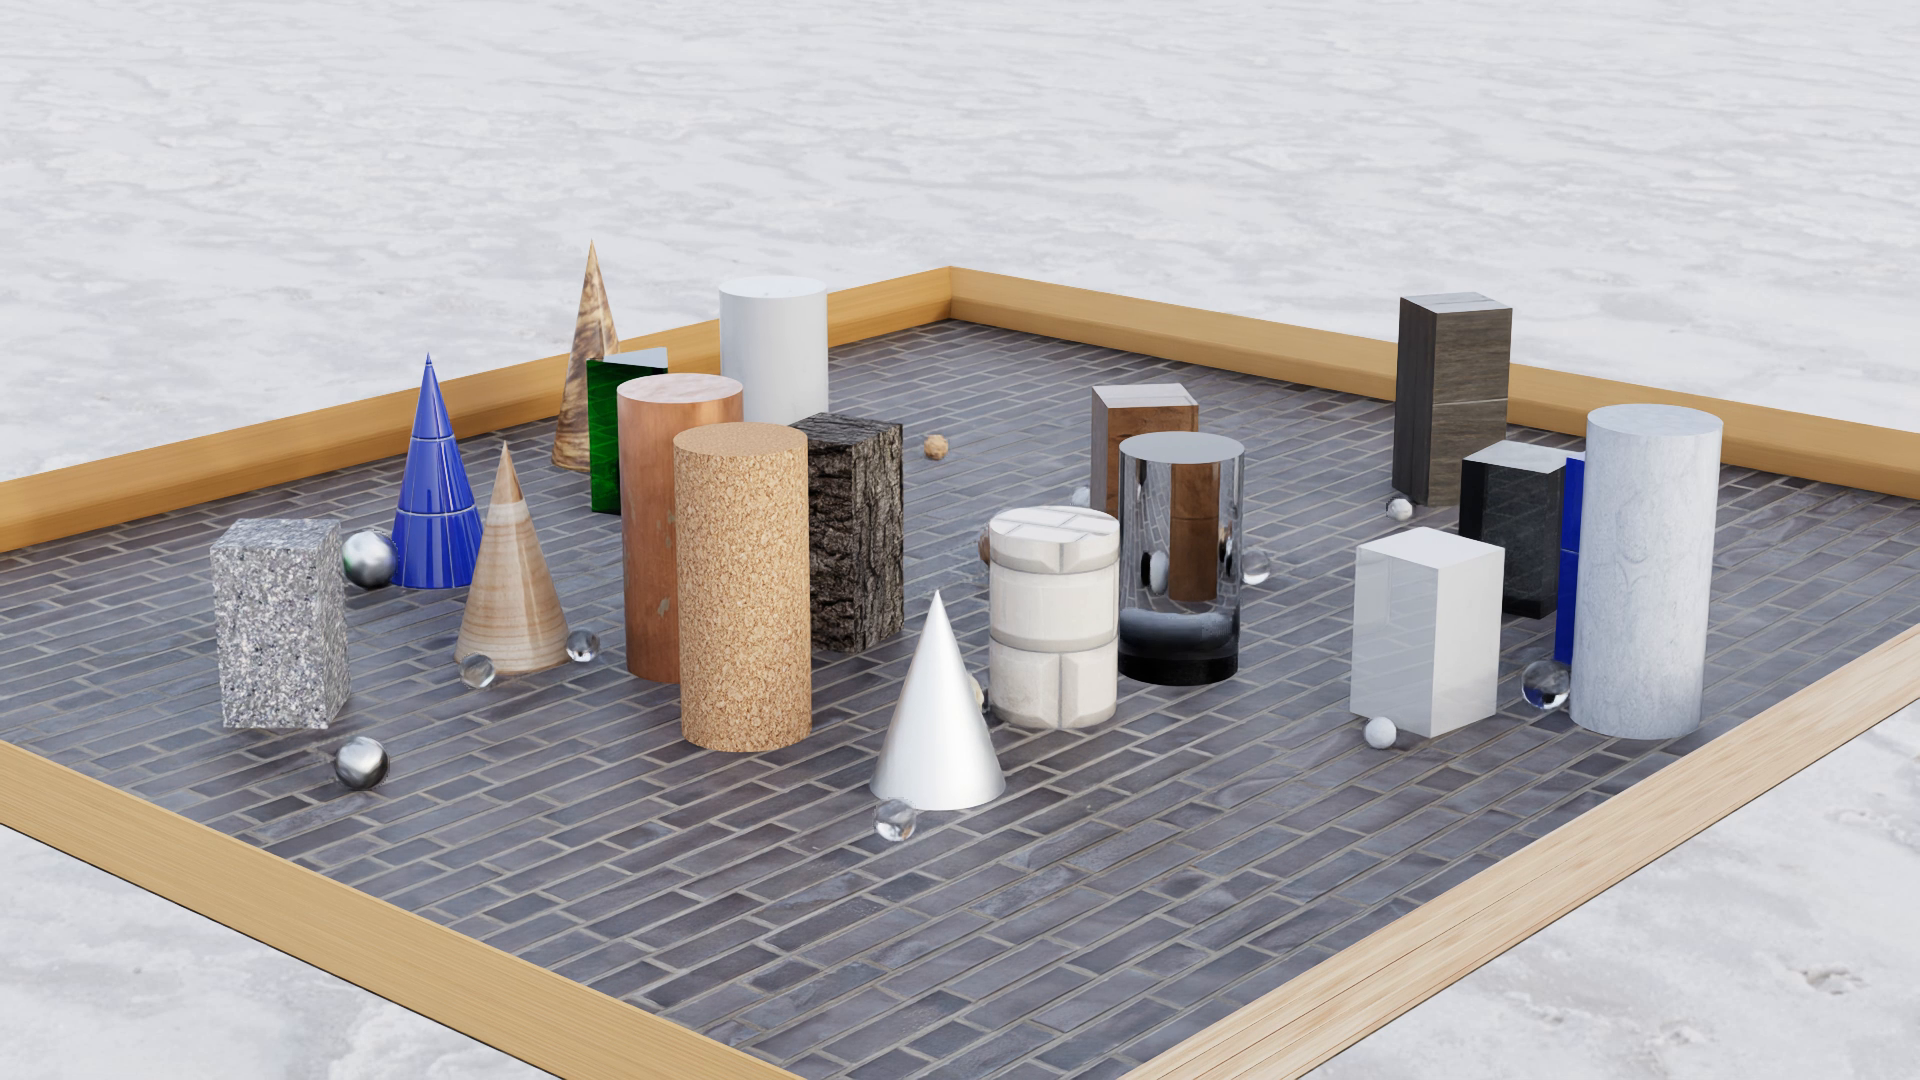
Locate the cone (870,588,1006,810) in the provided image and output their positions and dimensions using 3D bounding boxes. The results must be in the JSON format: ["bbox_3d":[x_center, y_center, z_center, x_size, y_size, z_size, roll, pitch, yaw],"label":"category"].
[{"bbox_3d":[-0.033,0.212,4.230,0.200,0.302,0.200,0,17,0],"label":"cone"}]

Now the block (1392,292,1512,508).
[{"bbox_3d":[0.955,-0.274,5.702,0.160,0.384,0.160,-5,18,-17],"label":"block"}]

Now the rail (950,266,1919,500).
[{"bbox_3d":[1.088,-0.329,6.320,2.990,0.130,0.045,14,22,39],"label":"rail"}]

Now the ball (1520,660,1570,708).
[{"bbox_3d":[0.914,0.225,4.577,0.077,0.077,0.077,0,17,0],"label":"ball"}]

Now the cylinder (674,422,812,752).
[{"bbox_3d":[-0.327,0.070,4.428,0.200,0.460,0.200,0,17,0],"label":"cylinder"}]

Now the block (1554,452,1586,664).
[{"bbox_3d":[1.086,0.032,4.751,0.160,0.344,0.160,-15,23,-42],"label":"block"}]

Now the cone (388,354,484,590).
[{"bbox_3d":[-0.932,-0.136,5.199,0.200,0.409,0.200,0,17,0],"label":"cone"}]

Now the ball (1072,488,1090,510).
[{"bbox_3d":[0.238,-0.077,5.631,0.047,0.047,0.047,0,17,0],"label":"ball"}]

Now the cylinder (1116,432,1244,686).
[{"bbox_3d":[0.353,0.029,4.722,0.200,0.368,0.200,0,17,0],"label":"cylinder"}]

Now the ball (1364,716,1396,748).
[{"bbox_3d":[0.633,0.290,4.410,0.048,0.048,0.048,0,17,0],"label":"ball"}]

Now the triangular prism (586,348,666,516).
[{"bbox_3d":[-0.600,-0.209,5.629,0.173,0.300,0.150,7,18,22],"label":"triangular prism"}]

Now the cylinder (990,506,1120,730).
[{"bbox_3d":[0.145,0.119,4.542,0.200,0.300,0.200,0,17,0],"label":"cylinder"}]

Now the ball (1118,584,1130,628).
[{"bbox_3d":[0.240,0.110,4.883,0.087,0.087,0.087,0,17,0],"label":"ball"}]

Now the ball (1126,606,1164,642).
[{"bbox_3d":[0.308,0.140,4.884,0.062,0.062,0.062,0,17,0],"label":"ball"}]

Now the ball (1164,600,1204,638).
[{"bbox_3d":[0.375,0.133,4.903,0.064,0.064,0.064,0,17,0],"label":"ball"}]

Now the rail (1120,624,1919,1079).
[{"bbox_3d":[1.111,0.311,4.196,0.045,0.130,3.368,14,22,39],"label":"rail"}]

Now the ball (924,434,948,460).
[{"bbox_3d":[-0.050,-0.190,5.998,0.052,0.052,0.052,0,17,0],"label":"ball"}]

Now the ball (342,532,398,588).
[{"bbox_3d":[-1.041,0.035,5.160,0.100,0.100,0.100,0,17,0],"label":"ball"}]

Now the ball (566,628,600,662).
[{"bbox_3d":[-0.616,0.172,4.790,0.055,0.055,0.055,0,17,0],"label":"ball"}]

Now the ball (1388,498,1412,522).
[{"bbox_3d":[0.836,-0.057,5.567,0.045,0.045,0.045,0,17,0],"label":"ball"}]

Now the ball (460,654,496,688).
[{"bbox_3d":[-0.768,0.208,4.669,0.055,0.055,0.055,0,17,0],"label":"ball"}]

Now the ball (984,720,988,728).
[{"bbox_3d":[0.019,0.286,4.425,0.046,0.046,0.046,0,17,0],"label":"ball"}]

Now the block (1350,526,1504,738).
[{"bbox_3d":[0.720,0.140,4.524,0.160,0.269,0.160,-15,22,-40],"label":"block"}]

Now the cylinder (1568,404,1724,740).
[{"bbox_3d":[1.045,0.047,4.477,0.200,0.475,0.200,0,17,0],"label":"cylinder"}]

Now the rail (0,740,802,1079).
[{"bbox_3d":[-1.088,0.394,3.919,2.990,0.130,0.045,14,22,39],"label":"rail"}]

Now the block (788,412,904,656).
[{"bbox_3d":[-0.204,-0.013,4.878,0.160,0.358,0.160,9,19,29],"label":"block"}]

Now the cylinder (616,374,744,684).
[{"bbox_3d":[-0.444,-0.020,4.721,0.200,0.462,0.200,0,17,0],"label":"cylinder"}]

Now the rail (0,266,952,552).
[{"bbox_3d":[-1.111,-0.246,6.043,0.045,0.130,3.368,14,22,39],"label":"rail"}]

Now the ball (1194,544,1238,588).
[{"bbox_3d":[0.451,0.045,5.175,0.077,0.077,0.077,0,17,0],"label":"ball"}]

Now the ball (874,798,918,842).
[{"bbox_3d":[-0.089,0.388,4.064,0.059,0.059,0.059,0,17,0],"label":"ball"}]

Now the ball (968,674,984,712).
[{"bbox_3d":[-0.011,0.244,4.480,0.095,0.095,0.095,0,17,0],"label":"ball"}]

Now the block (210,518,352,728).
[{"bbox_3d":[-1.048,0.128,4.533,0.160,0.287,0.160,1,17,2],"label":"block"}]

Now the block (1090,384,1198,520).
[{"bbox_3d":[0.324,-0.094,5.191,0.160,0.333,0.160,-2,17,-7],"label":"block"}]

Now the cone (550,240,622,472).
[{"bbox_3d":[-0.738,-0.387,5.940,0.200,0.462,0.200,0,17,0],"label":"cone"}]

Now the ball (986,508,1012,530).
[{"bbox_3d":[0.090,-0.015,5.362,0.084,0.084,0.084,0,17,0],"label":"ball"}]

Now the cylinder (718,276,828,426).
[{"bbox_3d":[-0.344,-0.243,5.454,0.200,0.466,0.200,0,17,0],"label":"cylinder"}]

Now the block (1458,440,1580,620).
[{"bbox_3d":[0.971,-0.020,5.073,0.160,0.259,0.160,12,20,34],"label":"block"}]

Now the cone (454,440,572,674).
[{"bbox_3d":[-0.733,0.013,4.779,0.200,0.366,0.200,0,17,0],"label":"cone"}]

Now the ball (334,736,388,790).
[{"bbox_3d":[-0.868,0.323,4.249,0.076,0.076,0.076,0,17,0],"label":"ball"}]

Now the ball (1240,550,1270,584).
[{"bbox_3d":[0.519,0.048,5.190,0.062,0.062,0.062,0,17,0],"label":"ball"}]

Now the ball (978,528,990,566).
[{"bbox_3d":[0.072,0.013,5.263,0.081,0.081,0.081,0,17,0],"label":"ball"}]
